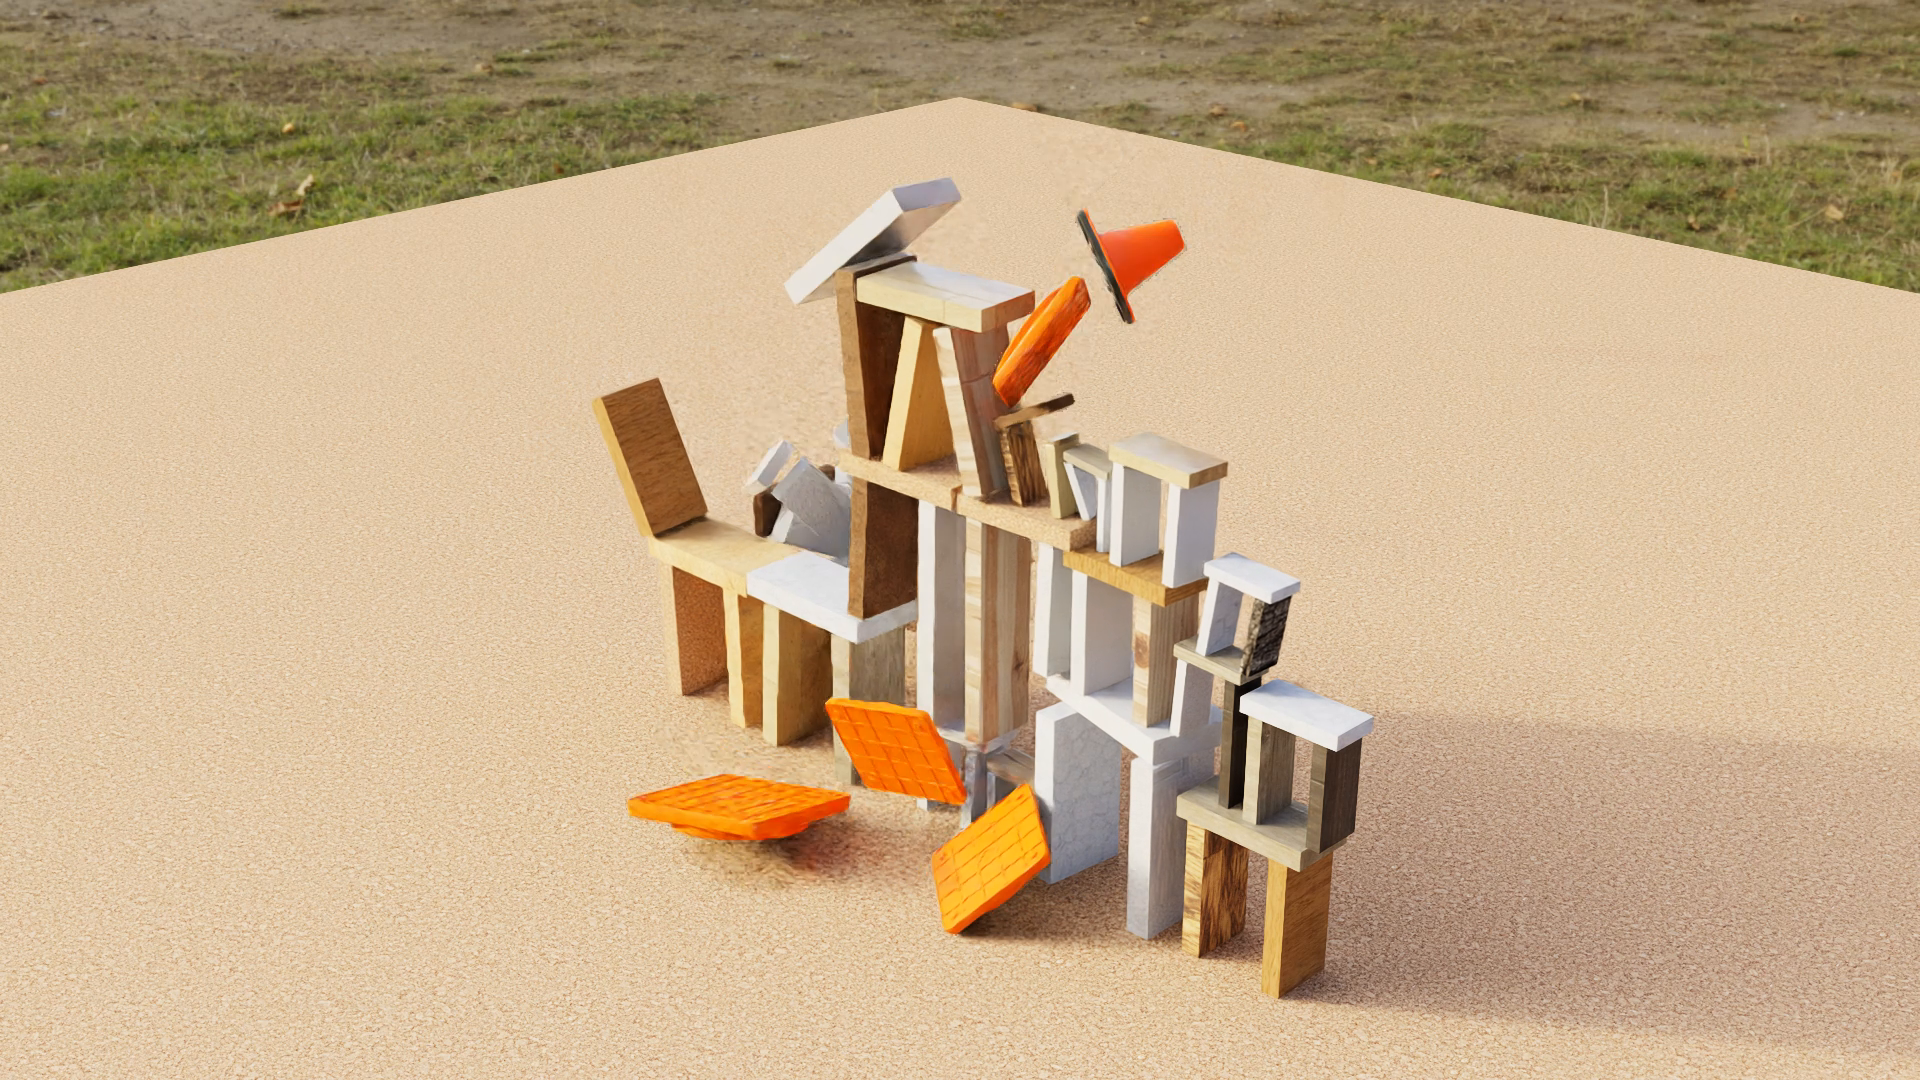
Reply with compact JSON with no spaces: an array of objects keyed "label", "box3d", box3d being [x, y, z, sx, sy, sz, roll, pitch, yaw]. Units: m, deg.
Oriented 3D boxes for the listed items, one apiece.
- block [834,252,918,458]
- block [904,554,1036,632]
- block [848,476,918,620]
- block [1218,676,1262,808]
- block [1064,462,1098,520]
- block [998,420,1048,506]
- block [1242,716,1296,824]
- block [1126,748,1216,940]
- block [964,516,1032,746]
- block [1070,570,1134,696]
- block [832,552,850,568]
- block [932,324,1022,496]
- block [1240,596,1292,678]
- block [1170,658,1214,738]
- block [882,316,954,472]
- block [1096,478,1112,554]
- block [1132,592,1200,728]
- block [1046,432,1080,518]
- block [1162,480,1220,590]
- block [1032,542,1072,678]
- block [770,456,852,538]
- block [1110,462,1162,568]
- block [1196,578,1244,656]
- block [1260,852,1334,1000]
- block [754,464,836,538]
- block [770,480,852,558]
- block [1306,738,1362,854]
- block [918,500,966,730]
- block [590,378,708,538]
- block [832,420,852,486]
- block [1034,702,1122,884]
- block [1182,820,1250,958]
[{"label":"block","box3d":[-0.147,-0.358,4.257,0.049,0.365,0.175,13,26,42]},{"label":"block","box3d":[-0.002,0.050,4.661,0.316,0.158,0.045,-30,30,-18]},{"label":"block","box3d":[-0.150,-0.004,4.397,0.043,0.302,0.151,24,31,38]},{"label":"block","box3d":[0.489,0.345,3.840,0.076,0.247,0.022,-21,31,-41]},{"label":"block","box3d":[0.226,-0.099,3.981,0.016,0.114,0.057,-6,20,37]},{"label":"block","box3d":[0.115,-0.143,4.059,0.020,0.144,0.072,-3,13,45]},{"label":"block","box3d":[0.538,0.382,3.809,0.029,0.203,0.101,21,31,41]},{"label":"block","box3d":[0.387,0.540,4.036,0.050,0.353,0.176,21,31,41]},{"label":"block","box3d":[0.073,0.159,4.230,0.039,0.465,0.139,21,30,40]},{"label":"block","box3d":[0.262,0.154,4.049,0.124,0.248,0.035,-19,30,-38]},{"label":"block","box3d":[-0.168,0.068,4.923,0.316,0.158,0.045,-21,52,-39]},{"label":"block","box3d":[0.046,-0.254,4.087,0.043,0.313,0.153,0,16,44]},{"label":"block","box3d":[0.519,0.155,3.731,0.075,0.149,0.021,-20,39,-38]},{"label":"block","box3d":[0.414,0.269,3.898,0.076,0.153,0.022,-19,34,-36]},{"label":"block","box3d":[-0.058,-0.291,4.180,0.043,0.305,0.153,32,36,33]},{"label":"block","box3d":[0.273,-0.052,3.935,0.057,0.148,0.016,-19,30,-37]},{"label":"block","box3d":[0.369,0.201,3.937,0.124,0.248,0.035,-19,29,-37]},{"label":"block","box3d":[0.192,-0.119,3.994,0.020,0.144,0.072,10,24,42]},{"label":"block","box3d":[0.400,-0.018,3.800,0.096,0.192,0.027,-17,30,-35]},{"label":"block","box3d":[0.208,0.108,4.112,0.139,0.278,0.039,-15,27,-36]},{"label":"block","box3d":[-0.314,-0.090,4.715,0.103,0.207,0.029,-49,56,-2]},{"label":"block","box3d":[0.312,-0.056,3.888,0.096,0.192,0.027,-19,30,-37]},{"label":"block","box3d":[0.452,0.123,3.797,0.075,0.149,0.021,-19,39,-38]},{"label":"block","box3d":[0.593,0.658,3.863,0.038,0.271,0.135,21,31,41]},{"label":"block","box3d":[-0.365,-0.087,4.883,0.214,0.103,0.029,-23,34,-39]},{"label":"block","box3d":[-0.273,-0.045,4.920,0.045,0.160,0.320,23,5,40]},{"label":"block","box3d":[0.633,0.419,3.721,0.101,0.203,0.029,-21,31,-41]},{"label":"block","box3d":[-0.014,0.128,4.300,0.043,0.470,0.151,20,28,39]},{"label":"block","box3d":[-0.683,-0.183,4.852,0.160,0.319,0.045,-25,8,-40]},{"label":"block","box3d":[-0.161,-0.197,4.542,0.175,0.349,0.049,-44,73,-11]},{"label":"block","box3d":[0.226,0.468,4.206,0.176,0.353,0.050,-18,29,-36]},{"label":"block","box3d":[0.465,0.608,3.981,0.038,0.271,0.135,21,31,41]}]
